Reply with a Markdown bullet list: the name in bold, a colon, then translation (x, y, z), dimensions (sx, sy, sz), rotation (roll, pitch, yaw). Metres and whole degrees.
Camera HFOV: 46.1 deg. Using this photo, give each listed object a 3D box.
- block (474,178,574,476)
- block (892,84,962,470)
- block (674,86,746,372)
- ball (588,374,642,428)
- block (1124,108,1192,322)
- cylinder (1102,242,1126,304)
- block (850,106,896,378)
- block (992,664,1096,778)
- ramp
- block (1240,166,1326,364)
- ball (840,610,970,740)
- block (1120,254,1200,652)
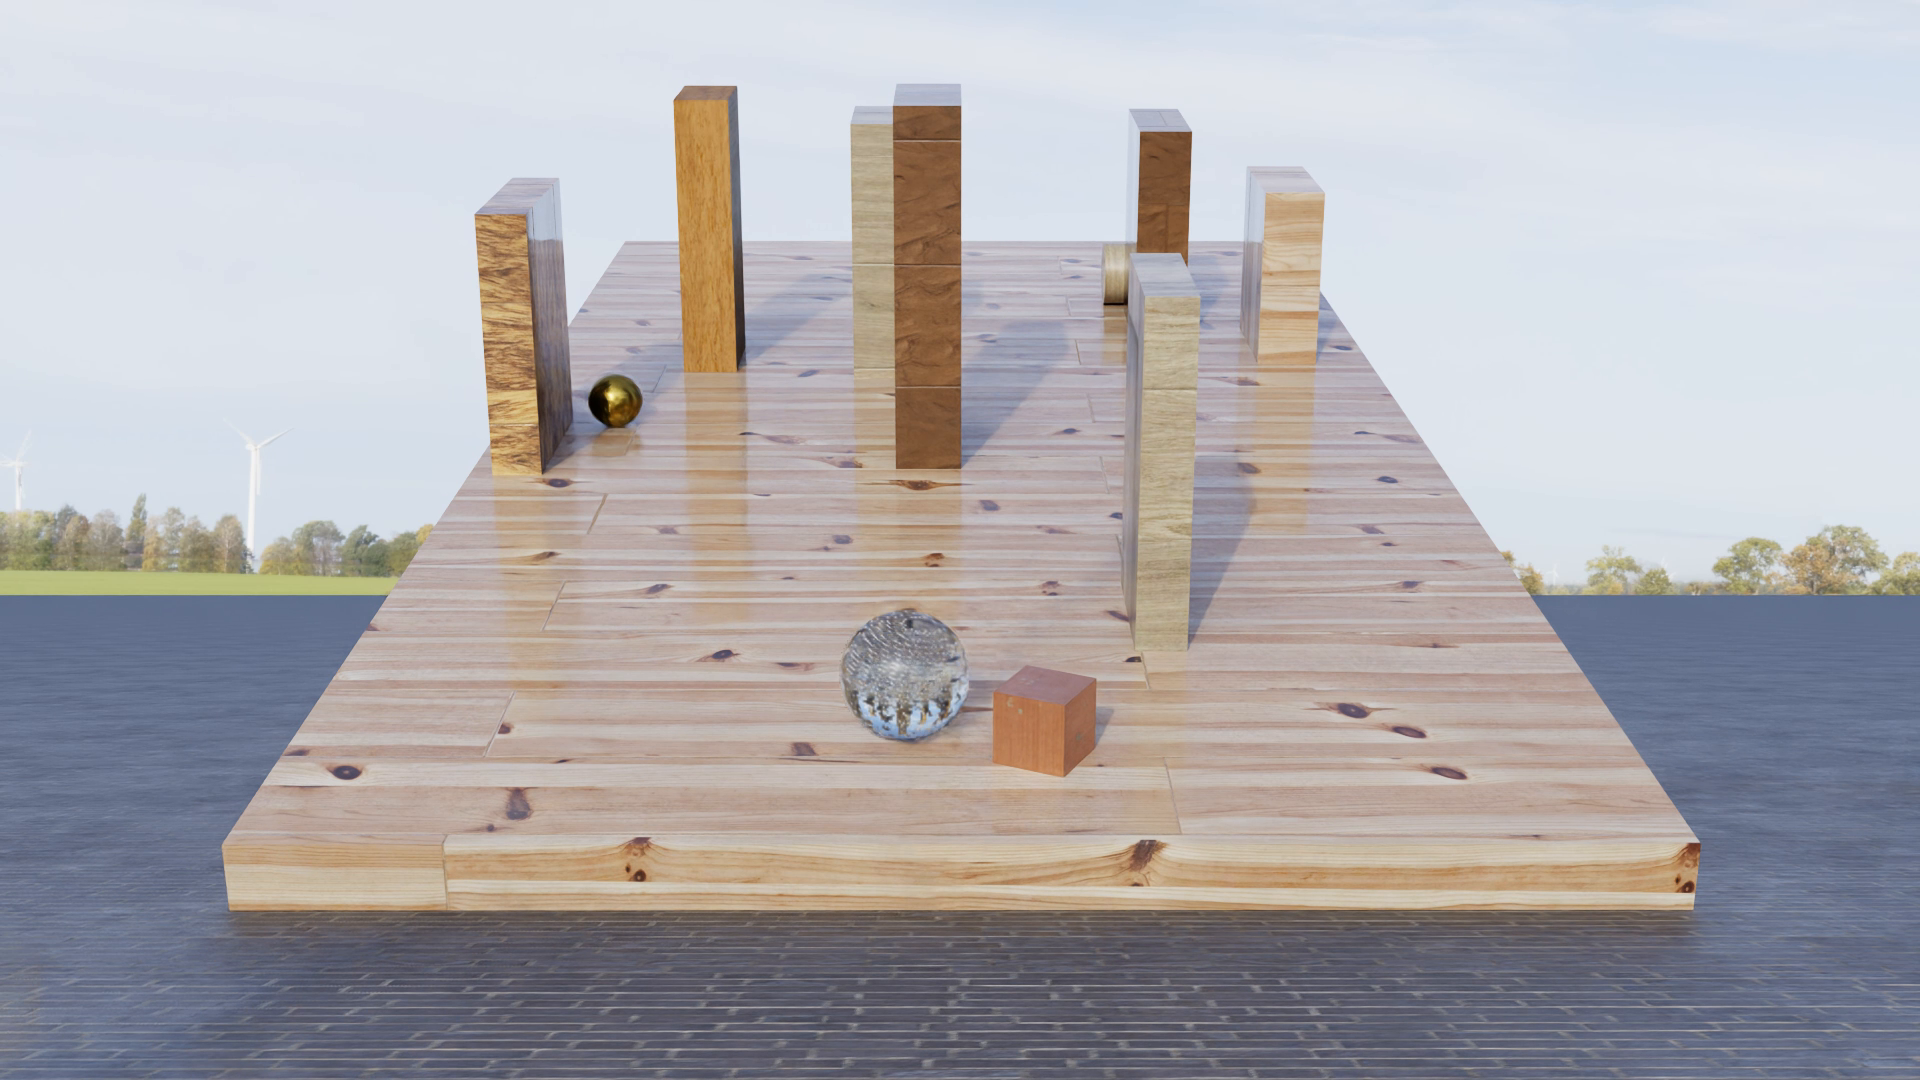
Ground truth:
- **block**: translation (-0.905, -0.453, 4.708), dimensions (0.101, 0.537, 0.408), rotation (0, 19, 0)
- **block**: translation (-0.065, -0.548, 4.672), dimensions (0.135, 0.743, 0.312), rotation (0, 19, 0)
- **block**: translation (-0.595, -0.744, 5.385), dimensions (0.126, 0.642, 0.243), rotation (0, 19, 0)
- **ball**: translation (-0.752, -0.305, 4.923), dimensions (0.116, 0.116, 0.116), rotation (0, -1, 0)
- **block**: translation (0.498, -0.800, 5.719), dimensions (0.127, 0.530, 0.373), rotation (0, 19, 0)
- **cylinder**: translation (0.464, -0.714, 6.032), dimensions (0.162, 0.162, 0.162), rotation (0, -1, 0)
- **block**: translation (-0.201, -0.709, 5.352), dimensions (0.098, 0.598, 0.278), rotation (0, 19, 0)
- **block**: translation (0.124, 0.264, 3.300), dimensions (0.113, 0.113, 0.113), rotation (9, 21, 25)
- **ramp**: translation (-0.004, -0.200, 4.953), dimensions (2.000, 0.100, 4.000), rotation (0, 19, 0)
- **block**: translation (0.790, -0.682, 5.556), dimensions (0.141, 0.416, 0.363), rotation (0, 19, 0)
- **ball**: translation (-0.082, 0.201, 3.358), dimensions (0.193, 0.193, 0.193), rotation (0, -1, 0)
- **block**: translation (0.330, -0.151, 3.760), dimensions (0.086, 0.595, 0.325), rotation (0, 19, 0)
